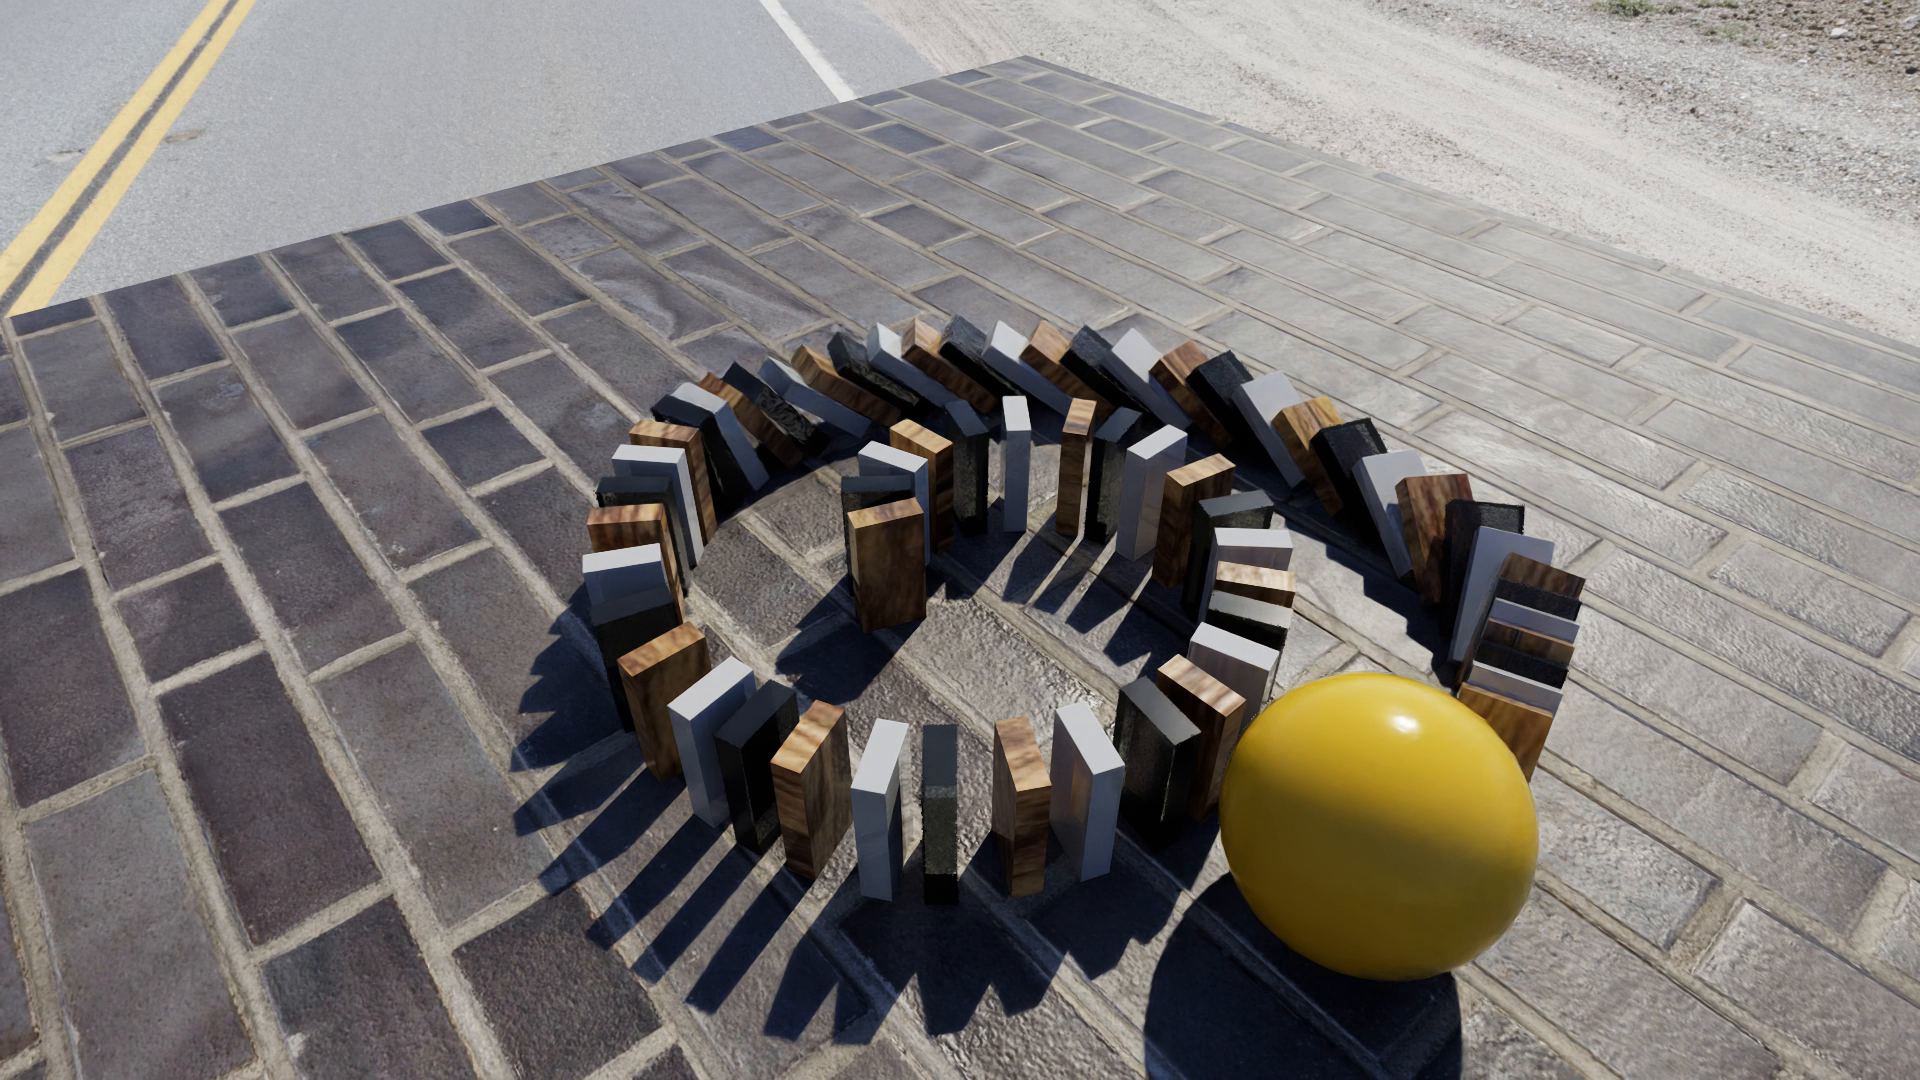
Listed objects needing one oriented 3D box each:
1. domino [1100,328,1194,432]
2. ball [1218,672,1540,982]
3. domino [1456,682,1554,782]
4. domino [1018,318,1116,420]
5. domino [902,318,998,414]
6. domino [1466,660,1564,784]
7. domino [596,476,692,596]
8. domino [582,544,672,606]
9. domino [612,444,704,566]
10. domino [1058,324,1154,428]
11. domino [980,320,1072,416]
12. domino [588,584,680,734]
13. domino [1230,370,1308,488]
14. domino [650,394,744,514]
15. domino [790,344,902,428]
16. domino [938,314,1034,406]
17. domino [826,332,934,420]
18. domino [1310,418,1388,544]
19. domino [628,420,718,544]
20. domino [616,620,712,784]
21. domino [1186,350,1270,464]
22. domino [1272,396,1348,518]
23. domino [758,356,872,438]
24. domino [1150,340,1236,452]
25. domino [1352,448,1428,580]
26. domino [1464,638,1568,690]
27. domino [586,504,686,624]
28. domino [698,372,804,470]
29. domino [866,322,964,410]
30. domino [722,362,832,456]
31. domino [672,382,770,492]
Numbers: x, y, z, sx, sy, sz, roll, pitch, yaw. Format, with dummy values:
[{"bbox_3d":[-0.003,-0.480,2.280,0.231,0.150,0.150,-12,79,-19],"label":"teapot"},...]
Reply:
[{"bbox_3d":[0.091,-0.074,0.514,0.050,0.010,0.025,43,48,0],"label":"domino"},{"bbox_3d":[0.111,0.076,0.295,0.080,0.080,0.080,0,39,0],"label":"ball"},{"bbox_3d":[0.154,0.071,0.327,0.025,0.050,0.010,19,10,22],"label":"domino"},{"bbox_3d":[0.053,-0.081,0.522,0.050,0.009,0.025,36,42,-9],"label":"domino"},{"bbox_3d":[-0.004,-0.083,0.521,0.050,0.009,0.025,31,32,-24],"label":"domino"},{"bbox_3d":[0.161,0.065,0.335,0.025,0.050,0.009,19,10,22],"label":"domino"},{"bbox_3d":[-0.118,-0.001,0.412,0.025,0.050,0.010,0,39,-1],"label":"domino"},{"bbox_3d":[-0.112,0.025,0.381,0.025,0.050,0.009,-9,40,-11],"label":"domino"},{"bbox_3d":[-0.117,-0.013,0.427,0.025,0.050,0.009,4,40,5],"label":"domino"},{"bbox_3d":[0.072,-0.078,0.518,0.050,0.010,0.025,38,44,-6],"label":"domino"},{"bbox_3d":[0.034,-0.082,0.523,0.050,0.010,0.025,32,38,-14],"label":"domino"},{"bbox_3d":[-0.104,0.040,0.363,0.025,0.050,0.009,-18,43,-20],"label":"domino"},{"bbox_3d":[0.144,-0.049,0.485,0.025,0.009,0.050,-21,72,-26],"label":"domino"},{"bbox_3d":[-0.108,-0.035,0.453,0.025,0.050,0.009,22,55,24],"label":"domino"},{"bbox_3d":[-0.052,-0.070,0.505,0.050,0.009,0.025,24,20,-43],"label":"domino"},{"bbox_3d":[0.014,-0.084,0.523,0.050,0.010,0.025,35,37,-17],"label":"domino"},{"bbox_3d":[-0.037,-0.076,0.513,0.050,0.009,0.025,26,25,-35],"label":"domino"},{"bbox_3d":[0.169,-0.025,0.457,0.025,0.009,0.050,-14,68,-18],"label":"domino"},{"bbox_3d":[-0.114,-0.023,0.439,0.025,0.050,0.009,9,40,11],"label":"domino"},{"bbox_3d":[-0.090,0.052,0.348,0.025,0.050,0.009,-30,48,-31],"label":"domino"},{"bbox_3d":[0.128,-0.061,0.498,0.025,0.010,0.050,-28,76,-33],"label":"domino"},{"bbox_3d":[0.158,-0.036,0.471,0.025,0.010,0.050,-18,70,-21],"label":"domino"},{"bbox_3d":[-0.065,-0.064,0.497,0.050,0.010,0.025,24,15,-48],"label":"domino"},{"bbox_3d":[0.113,-0.067,0.507,0.025,0.010,0.050,-33,79,-34],"label":"domino"},{"bbox_3d":[0.179,-0.011,0.440,0.025,0.009,0.050,-10,67,-12],"label":"domino"},{"bbox_3d":[0.166,0.059,0.342,0.025,0.050,0.009,19,10,22],"label":"domino"},{"bbox_3d":[-0.117,0.010,0.399,0.025,0.050,0.009,-4,39,-5],"label":"domino"},{"bbox_3d":[-0.090,-0.051,0.475,0.025,0.050,0.009,33,81,34],"label":"domino"},{"bbox_3d":[-0.021,-0.080,0.518,0.050,0.009,0.025,29,29,-28],"label":"domino"},{"bbox_3d":[-0.080,-0.057,0.484,0.025,0.050,0.009,37,88,36],"label":"domino"},{"bbox_3d":[-0.100,-0.043,0.463,0.025,0.050,0.010,27,66,29],"label":"domino"}]
